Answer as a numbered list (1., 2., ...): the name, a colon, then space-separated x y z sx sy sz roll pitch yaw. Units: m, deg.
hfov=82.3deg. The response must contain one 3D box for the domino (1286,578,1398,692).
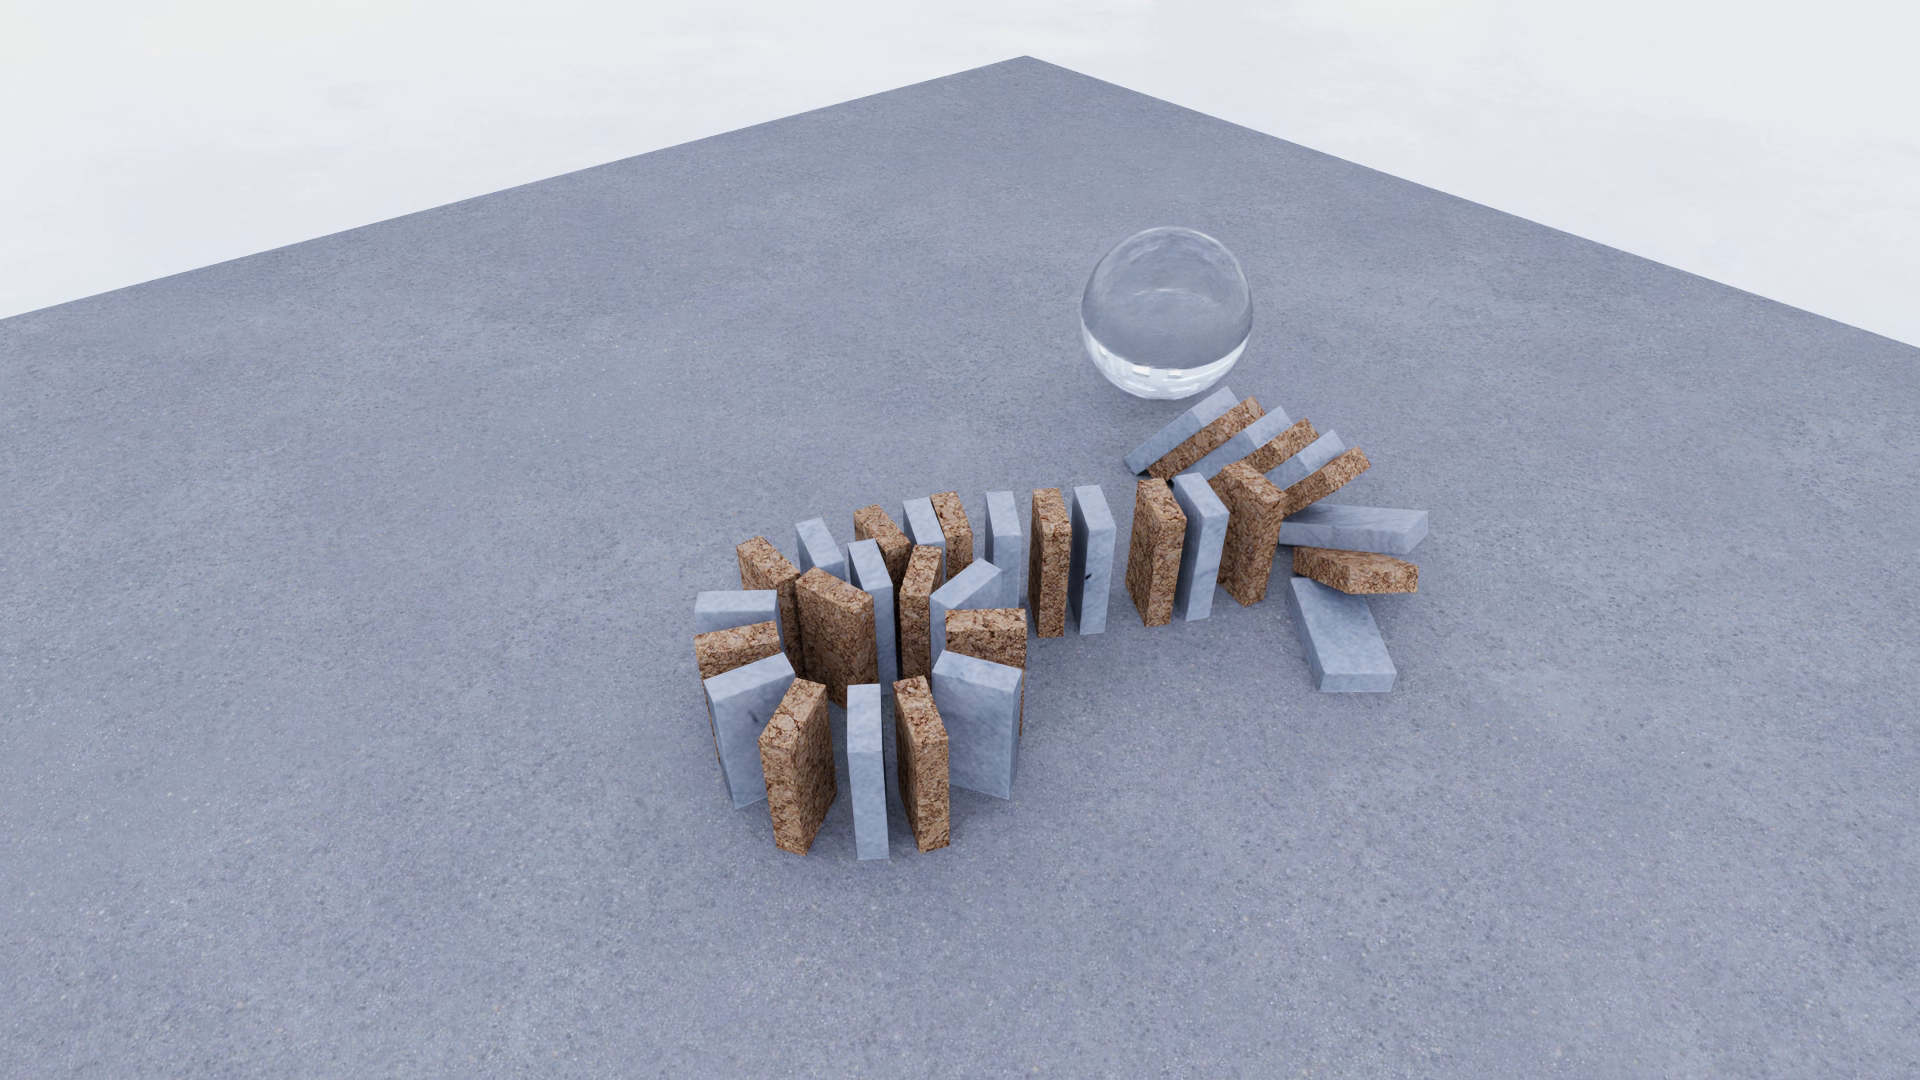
1. domino: 0.138 0.034 0.402 0.025 0.010 0.050 0 39 0

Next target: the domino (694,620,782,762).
1. domino: -0.068 0.049 0.351 0.025 0.050 0.009 -10 40 -12

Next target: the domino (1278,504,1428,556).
1. domino: 0.154 -0.005 0.433 0.050 0.009 0.025 6 23 40

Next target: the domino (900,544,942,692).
1. domino: -0.013 0.029 0.376 0.010 0.050 0.025 6 40 7

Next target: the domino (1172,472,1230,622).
1. domino: 0.086 0.003 0.408 0.009 0.050 0.025 -10 40 -12

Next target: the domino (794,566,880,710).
1. domino: -0.041 0.035 0.369 0.025 0.050 0.009 25 45 27

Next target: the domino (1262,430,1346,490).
1. domino: 0.130 -0.026 0.447 0.025 0.050 0.009 -31 86 -32

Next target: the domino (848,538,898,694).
1. domino: -0.030 0.027 0.378 0.010 0.050 0.025 -11 41 -13

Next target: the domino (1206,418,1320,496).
1. domino: 0.121 -0.031 0.453 0.025 0.050 0.010 -31 86 -33

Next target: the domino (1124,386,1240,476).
1. domino: 0.094 -0.046 0.472 0.025 0.050 0.009 -32 86 -33

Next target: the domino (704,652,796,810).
1. domino: -0.062 0.059 0.339 0.025 0.050 0.009 -19 43 -21

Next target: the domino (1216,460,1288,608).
1. domino: 0.107 -0.002 0.414 0.010 0.050 0.025 -19 43 -21

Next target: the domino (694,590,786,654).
1. domino: -0.071 0.039 0.364 0.025 0.050 0.009 -1 39 -2

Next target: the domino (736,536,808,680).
1. domino: -0.064 0.026 0.380 0.009 0.050 0.025 -28 47 -29

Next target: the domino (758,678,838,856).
1. domino: -0.048 0.068 0.328 0.010 0.050 0.025 12 41 14

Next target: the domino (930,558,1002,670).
1. domino: 0.002 0.033 0.371 0.010 0.050 0.025 29 47 30

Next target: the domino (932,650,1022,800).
1. domino: 0.005 0.058 0.341 0.025 0.050 0.010 12 41 15

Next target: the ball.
1. ball: 0.097 -0.106 0.517 0.080 0.080 0.080 0 39 0

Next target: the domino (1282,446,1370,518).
1. domino: 0.136 -0.019 0.438 0.025 0.050 0.009 -29 85 -32

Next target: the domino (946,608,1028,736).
1. domino: 0.008 0.044 0.358 0.025 0.050 0.010 -1 39 -2

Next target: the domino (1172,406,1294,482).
1. domino: 0.113 -0.037 0.460 0.025 0.050 0.010 -31 86 -32

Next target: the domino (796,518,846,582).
1. domino: -0.048 0.020 0.387 0.010 0.050 0.025 -15 42 -18

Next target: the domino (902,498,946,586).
1. domino: -0.013 0.012 0.396 0.009 0.050 0.025 -9 40 -11

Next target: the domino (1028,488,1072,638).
1. domino: 0.032 0.009 0.401 0.009 0.050 0.025 -4 39 -5

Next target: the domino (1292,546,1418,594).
1. domino: 0.146 0.011 0.410 0.025 0.010 0.050 -1 8 -5

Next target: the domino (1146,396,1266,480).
1. domino: 0.103 -0.041 0.466 0.025 0.050 0.009 -32 86 -33

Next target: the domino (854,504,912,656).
1. domino: -0.027 0.015 0.393 0.009 0.050 0.025 -20 43 -23

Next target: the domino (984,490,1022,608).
1. domino: 0.015 0.010 0.399 0.009 0.050 0.025 -3 39 -4

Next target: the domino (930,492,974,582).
1. domino: -0.003 0.010 0.399 0.009 0.050 0.025 -9 40 -10

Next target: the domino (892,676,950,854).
1. domino: -0.011 0.068 0.329 0.010 0.050 0.025 -11 41 -13

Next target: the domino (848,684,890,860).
1. domino: -0.027 0.069 0.327 0.009 0.050 0.025 -3 39 -3

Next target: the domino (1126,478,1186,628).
1. domino: 0.072 0.005 0.405 0.009 0.050 0.025 -7 40 -9

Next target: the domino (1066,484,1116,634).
1. domino: 0.047 0.008 0.402 0.010 0.050 0.025 -5 40 -6
